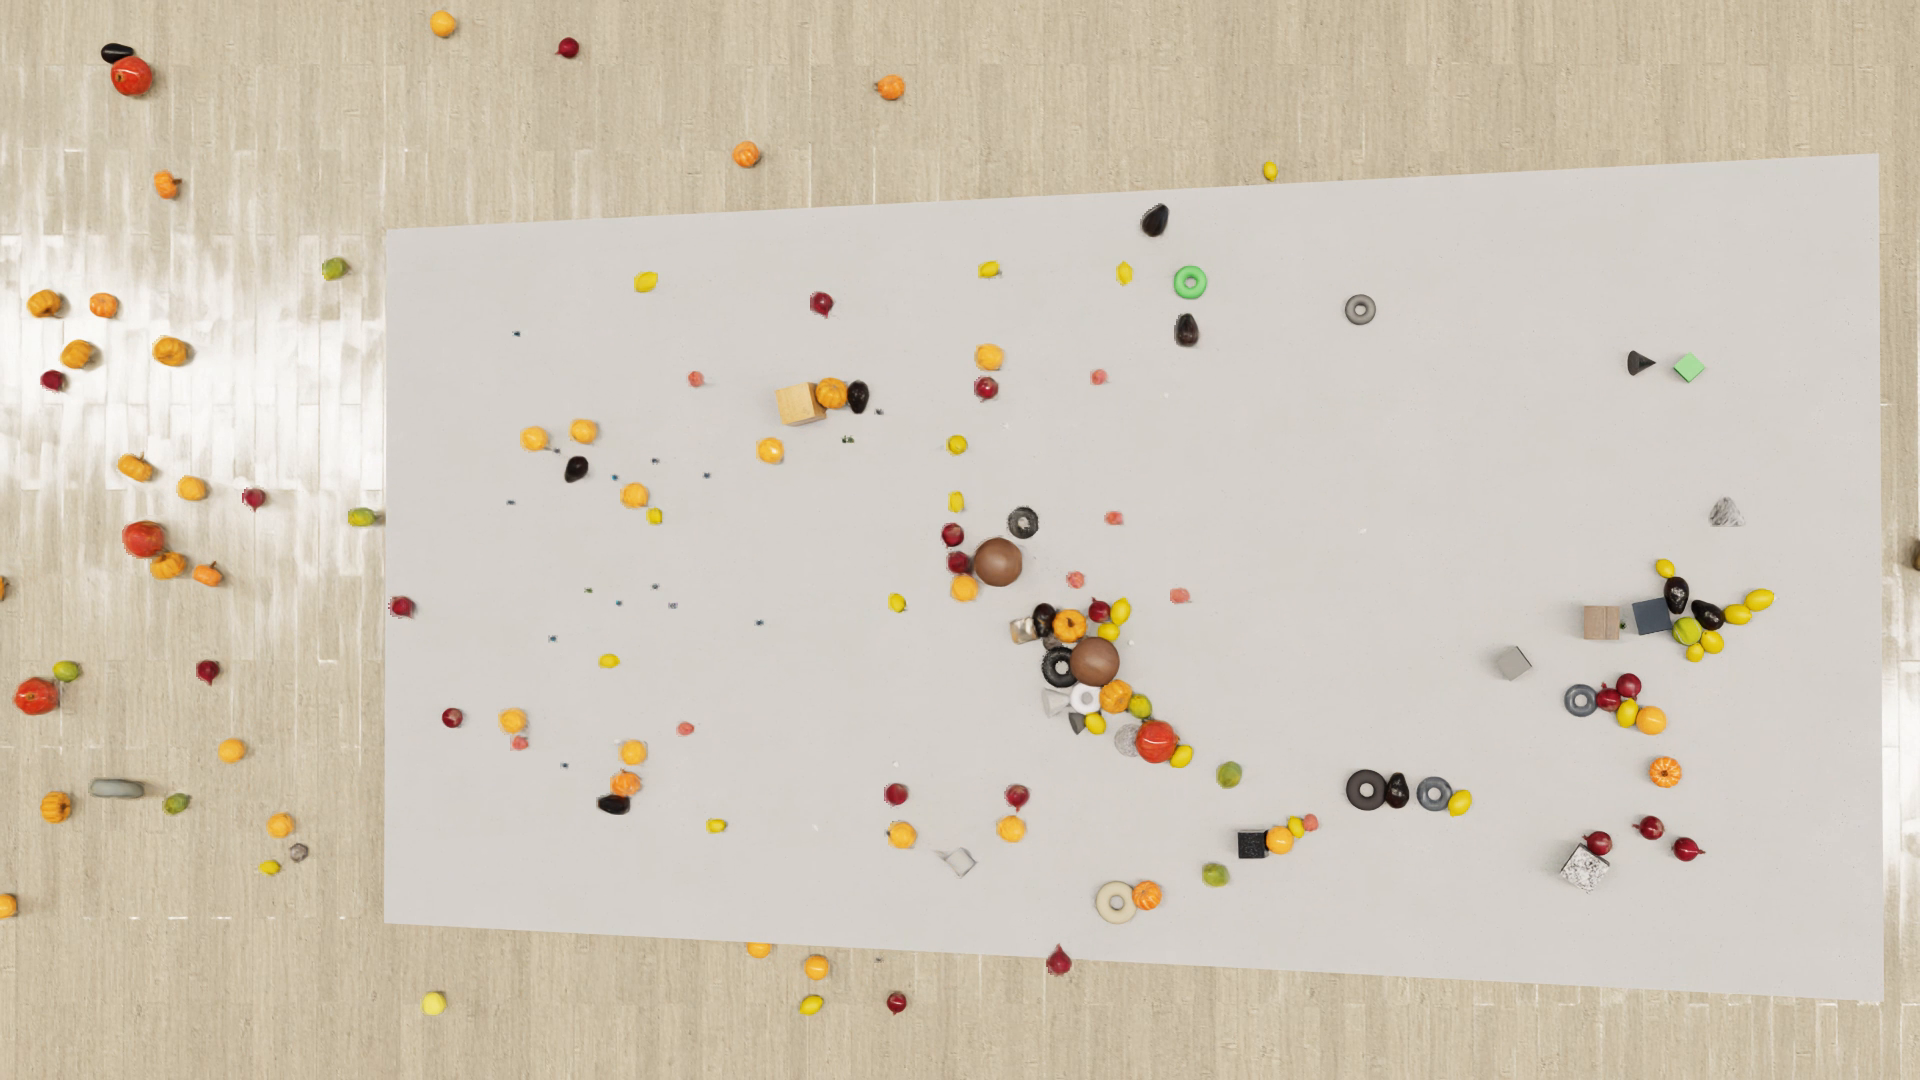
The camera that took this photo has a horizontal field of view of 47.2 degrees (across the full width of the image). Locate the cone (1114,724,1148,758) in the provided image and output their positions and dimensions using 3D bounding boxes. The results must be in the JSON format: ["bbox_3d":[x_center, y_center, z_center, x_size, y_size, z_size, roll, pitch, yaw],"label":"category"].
[{"bbox_3d":[0.430,0.519,5.658,0.088,0.088,0.088,0,89,17],"label":"cone"}]

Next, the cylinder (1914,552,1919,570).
[{"bbox_3d":[2.832,0.053,6.395,0.084,0.084,0.084,23,89,0],"label":"cylinder"}]

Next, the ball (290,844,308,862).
[{"bbox_3d":[-1.924,0.910,6.398,0.054,0.054,0.054,0,89,0],"label":"ball"}]

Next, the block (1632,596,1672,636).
[{"bbox_3d":[1.666,0.183,5.295,0.078,0.078,0.078,-14,85,16],"label":"block"}]

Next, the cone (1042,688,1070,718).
[{"bbox_3d":[0.265,0.418,5.736,0.084,0.084,0.084,-9,89,-10],"label":"cone"}]

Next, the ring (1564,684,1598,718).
[{"bbox_3d":[1.515,0.392,5.364,0.083,0.028,0.083,0,89,16],"label":"ring"}]

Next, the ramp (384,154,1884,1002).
[{"bbox_3d":[0.272,0.095,5.810,4.000,0.100,2.000,0,89,17],"label":"ramp"}]

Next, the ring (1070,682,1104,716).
[{"bbox_3d":[0.330,0.411,5.719,0.089,0.030,0.089,0,89,10],"label":"ring"}]

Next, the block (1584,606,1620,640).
[{"bbox_3d":[1.555,0.200,5.327,0.081,0.081,0.081,0,89,17],"label":"block"}]

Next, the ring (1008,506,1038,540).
[{"bbox_3d":[0.166,-0.045,5.778,0.086,0.029,0.086,0,90,18],"label":"ring"}]

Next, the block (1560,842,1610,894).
[{"bbox_3d":[1.514,0.796,5.329,0.083,0.083,0.083,35,99,14],"label":"block"}]

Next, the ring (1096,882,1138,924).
[{"bbox_3d":[0.405,0.938,5.686,0.112,0.037,0.112,-1,88,18],"label":"ring"}]

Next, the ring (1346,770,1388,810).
[{"bbox_3d":[1.019,0.627,5.507,0.104,0.035,0.104,0,90,16],"label":"ring"}]

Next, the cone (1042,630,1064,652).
[{"bbox_3d":[0.235,0.266,5.737,0.057,0.057,0.057,0,89,17],"label":"cone"}]

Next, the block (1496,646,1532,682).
[{"bbox_3d":[1.359,0.304,5.395,0.062,0.062,0.062,-37,79,13],"label":"block"}]

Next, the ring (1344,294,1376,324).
[{"bbox_3d":[1.008,-0.580,5.532,0.078,0.026,0.078,0,90,17],"label":"ring"}]

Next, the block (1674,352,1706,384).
[{"bbox_3d":[1.755,-0.415,5.291,0.051,0.051,0.051,-45,78,12],"label":"block"}]

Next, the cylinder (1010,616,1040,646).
[{"bbox_3d":[0.170,0.237,5.755,0.062,0.062,0.062,-16,89,16],"label":"cylinder"}]

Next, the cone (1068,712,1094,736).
[{"bbox_3d":[0.324,0.468,5.722,0.064,0.064,0.064,-19,89,-11],"label":"cone"}]

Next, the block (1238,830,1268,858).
[{"bbox_3d":[0.743,0.770,5.572,0.066,0.066,0.066,-3,88,17],"label":"block"}]

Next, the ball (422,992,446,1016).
[{"bbox_3d":[-1.527,1.346,6.385,0.067,0.067,0.067,0,89,0],"label":"ball"}]

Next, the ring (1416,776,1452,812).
[{"bbox_3d":[1.178,0.631,5.461,0.090,0.030,0.090,0,90,17],"label":"ring"}]

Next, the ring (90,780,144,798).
[{"bbox_3d":[-2.434,0.719,6.354,0.147,0.147,0.049,4,84,0],"label":"ring"}]

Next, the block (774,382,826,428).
[{"bbox_3d":[-0.428,-0.365,5.926,0.095,0.095,0.095,-14,85,16],"label":"block"}]

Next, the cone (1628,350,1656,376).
[{"bbox_3d":[1.661,-0.429,5.332,0.061,0.061,0.061,-2,89,-10],"label":"cone"}]

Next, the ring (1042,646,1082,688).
[{"bbox_3d":[0.266,0.333,5.738,0.109,0.036,0.109,0,90,16],"label":"ring"}]

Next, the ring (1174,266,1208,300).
[{"bbox_3d":[0.593,-0.663,5.657,0.087,0.029,0.087,0,90,16],"label":"ring"}]
